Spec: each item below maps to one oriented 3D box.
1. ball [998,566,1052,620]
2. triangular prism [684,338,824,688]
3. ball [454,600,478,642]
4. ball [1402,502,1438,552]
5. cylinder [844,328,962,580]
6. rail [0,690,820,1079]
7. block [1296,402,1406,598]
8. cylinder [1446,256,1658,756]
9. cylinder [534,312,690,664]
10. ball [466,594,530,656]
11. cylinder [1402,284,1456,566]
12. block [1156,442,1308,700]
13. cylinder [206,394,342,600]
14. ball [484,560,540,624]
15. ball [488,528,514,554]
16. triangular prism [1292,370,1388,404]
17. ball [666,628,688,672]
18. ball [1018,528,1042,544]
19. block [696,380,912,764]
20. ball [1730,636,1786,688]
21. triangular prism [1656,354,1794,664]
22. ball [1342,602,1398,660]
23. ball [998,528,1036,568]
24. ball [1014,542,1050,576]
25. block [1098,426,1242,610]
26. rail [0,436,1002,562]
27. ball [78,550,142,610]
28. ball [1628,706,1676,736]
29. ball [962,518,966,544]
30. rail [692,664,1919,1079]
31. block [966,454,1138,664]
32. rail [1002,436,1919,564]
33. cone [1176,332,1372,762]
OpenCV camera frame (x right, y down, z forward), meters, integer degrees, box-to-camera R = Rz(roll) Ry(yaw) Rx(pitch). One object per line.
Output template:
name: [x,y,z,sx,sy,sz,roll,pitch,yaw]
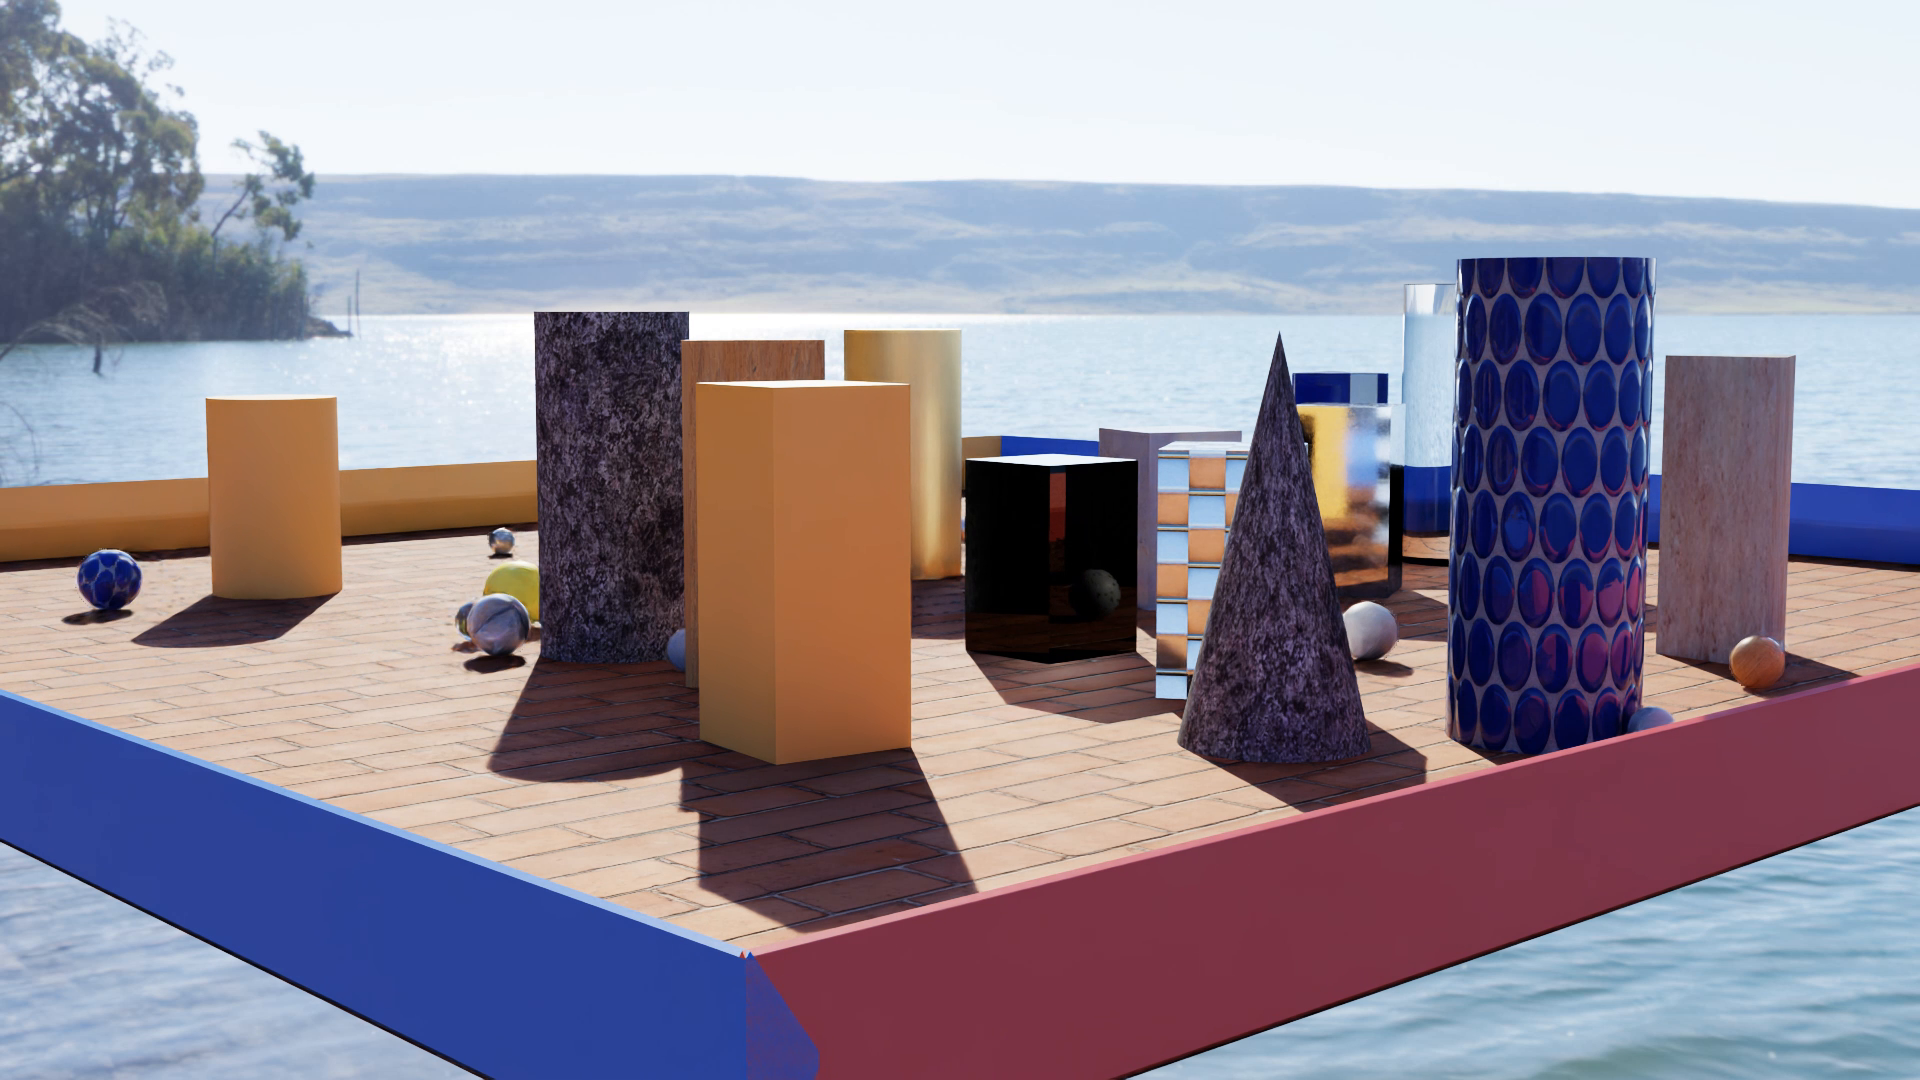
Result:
ball: [0.095,0.078,3.171,0.077,0.077,0.077,0,6,0]
triangular prism: [-0.269,-0.040,2.689,0.172,0.410,0.149,-2,6,-21]
ball: [-0.652,0.110,2.965,0.056,0.056,0.056,0,6,0]
ball: [0.836,-0.024,4.066,0.094,0.094,0.094,0,6,0]
cylinder: [-0.096,-0.149,3.722,0.199,0.414,0.199,0,6,0]
rail: [-1.165,0.145,2.263,0.045,0.129,3.176,-5,8,-42]
block: [0.615,-0.067,3.501,0.159,0.296,0.159,2,6,19]
cylinder: [0.611,-0.041,2.282,0.199,0.497,0.199,0,6,0]
cylinder: [-0.449,-0.074,2.862,0.199,0.444,0.199,0,6,0]
ball: [-0.597,0.110,2.849,0.081,0.081,0.081,0,6,0]
cylinder: [0.884,-0.207,3.908,0.199,0.491,0.199,0,6,0]
block: [0.321,0.033,2.584,0.159,0.287,0.159,1,6,12]
cylinder: [-1.087,-0.072,3.488,0.199,0.309,0.199,0,6,0]
ball: [-0.624,0.076,3.101,0.095,0.095,0.095,0,6,0]
ball: [-0.842,0.002,4.035,0.048,0.048,0.048,0,6,0]
triangular prism: [0.700,-0.148,4.107,0.172,0.332,0.149,0,6,4]
ball: [-0.336,0.136,2.721,0.055,0.055,0.055,0,6,0]
ball: [0.117,0.007,3.929,0.060,0.060,0.060,0,6,0]
block: [-0.161,0.025,2.255,0.159,0.371,0.159,-4,7,-34]
ball: [0.947,0.144,2.609,0.062,0.062,0.062,0,6,0]
triangular prism: [1.020,-0.043,2.829,0.149,0.388,0.172,-4,7,-35]
ball: [0.520,0.117,2.808,0.075,0.075,0.075,0,6,0]
ball: [0.100,0.015,3.824,0.067,0.067,0.067,0,6,0]
ball: [0.121,0.032,3.698,0.058,0.058,0.058,0,6,0]
block: [0.320,-0.037,3.368,0.159,0.265,0.159,-3,7,-24]
rail: [-1.061,-0.085,4.475,3.217,0.129,0.045,-5,8,-42]
ball: [-1.268,0.059,3.281,0.091,0.091,0.091,0,6,0]
ball: [0.697,0.192,2.215,0.048,0.048,0.048,0,6,0]
ball: [-0.006,-0.018,4.196,0.055,0.055,0.055,0,6,0]
rail: [1.061,0.153,2.188,3.217,0.129,0.045,-5,8,-42]
block: [0.119,0.020,2.877,0.159,0.252,0.159,-5,8,-41]
rail: [1.165,-0.078,4.401,0.045,0.129,3.176,-5,8,-42]
cone: [0.324,-0.002,2.251,0.199,0.426,0.199,0,6,0]
